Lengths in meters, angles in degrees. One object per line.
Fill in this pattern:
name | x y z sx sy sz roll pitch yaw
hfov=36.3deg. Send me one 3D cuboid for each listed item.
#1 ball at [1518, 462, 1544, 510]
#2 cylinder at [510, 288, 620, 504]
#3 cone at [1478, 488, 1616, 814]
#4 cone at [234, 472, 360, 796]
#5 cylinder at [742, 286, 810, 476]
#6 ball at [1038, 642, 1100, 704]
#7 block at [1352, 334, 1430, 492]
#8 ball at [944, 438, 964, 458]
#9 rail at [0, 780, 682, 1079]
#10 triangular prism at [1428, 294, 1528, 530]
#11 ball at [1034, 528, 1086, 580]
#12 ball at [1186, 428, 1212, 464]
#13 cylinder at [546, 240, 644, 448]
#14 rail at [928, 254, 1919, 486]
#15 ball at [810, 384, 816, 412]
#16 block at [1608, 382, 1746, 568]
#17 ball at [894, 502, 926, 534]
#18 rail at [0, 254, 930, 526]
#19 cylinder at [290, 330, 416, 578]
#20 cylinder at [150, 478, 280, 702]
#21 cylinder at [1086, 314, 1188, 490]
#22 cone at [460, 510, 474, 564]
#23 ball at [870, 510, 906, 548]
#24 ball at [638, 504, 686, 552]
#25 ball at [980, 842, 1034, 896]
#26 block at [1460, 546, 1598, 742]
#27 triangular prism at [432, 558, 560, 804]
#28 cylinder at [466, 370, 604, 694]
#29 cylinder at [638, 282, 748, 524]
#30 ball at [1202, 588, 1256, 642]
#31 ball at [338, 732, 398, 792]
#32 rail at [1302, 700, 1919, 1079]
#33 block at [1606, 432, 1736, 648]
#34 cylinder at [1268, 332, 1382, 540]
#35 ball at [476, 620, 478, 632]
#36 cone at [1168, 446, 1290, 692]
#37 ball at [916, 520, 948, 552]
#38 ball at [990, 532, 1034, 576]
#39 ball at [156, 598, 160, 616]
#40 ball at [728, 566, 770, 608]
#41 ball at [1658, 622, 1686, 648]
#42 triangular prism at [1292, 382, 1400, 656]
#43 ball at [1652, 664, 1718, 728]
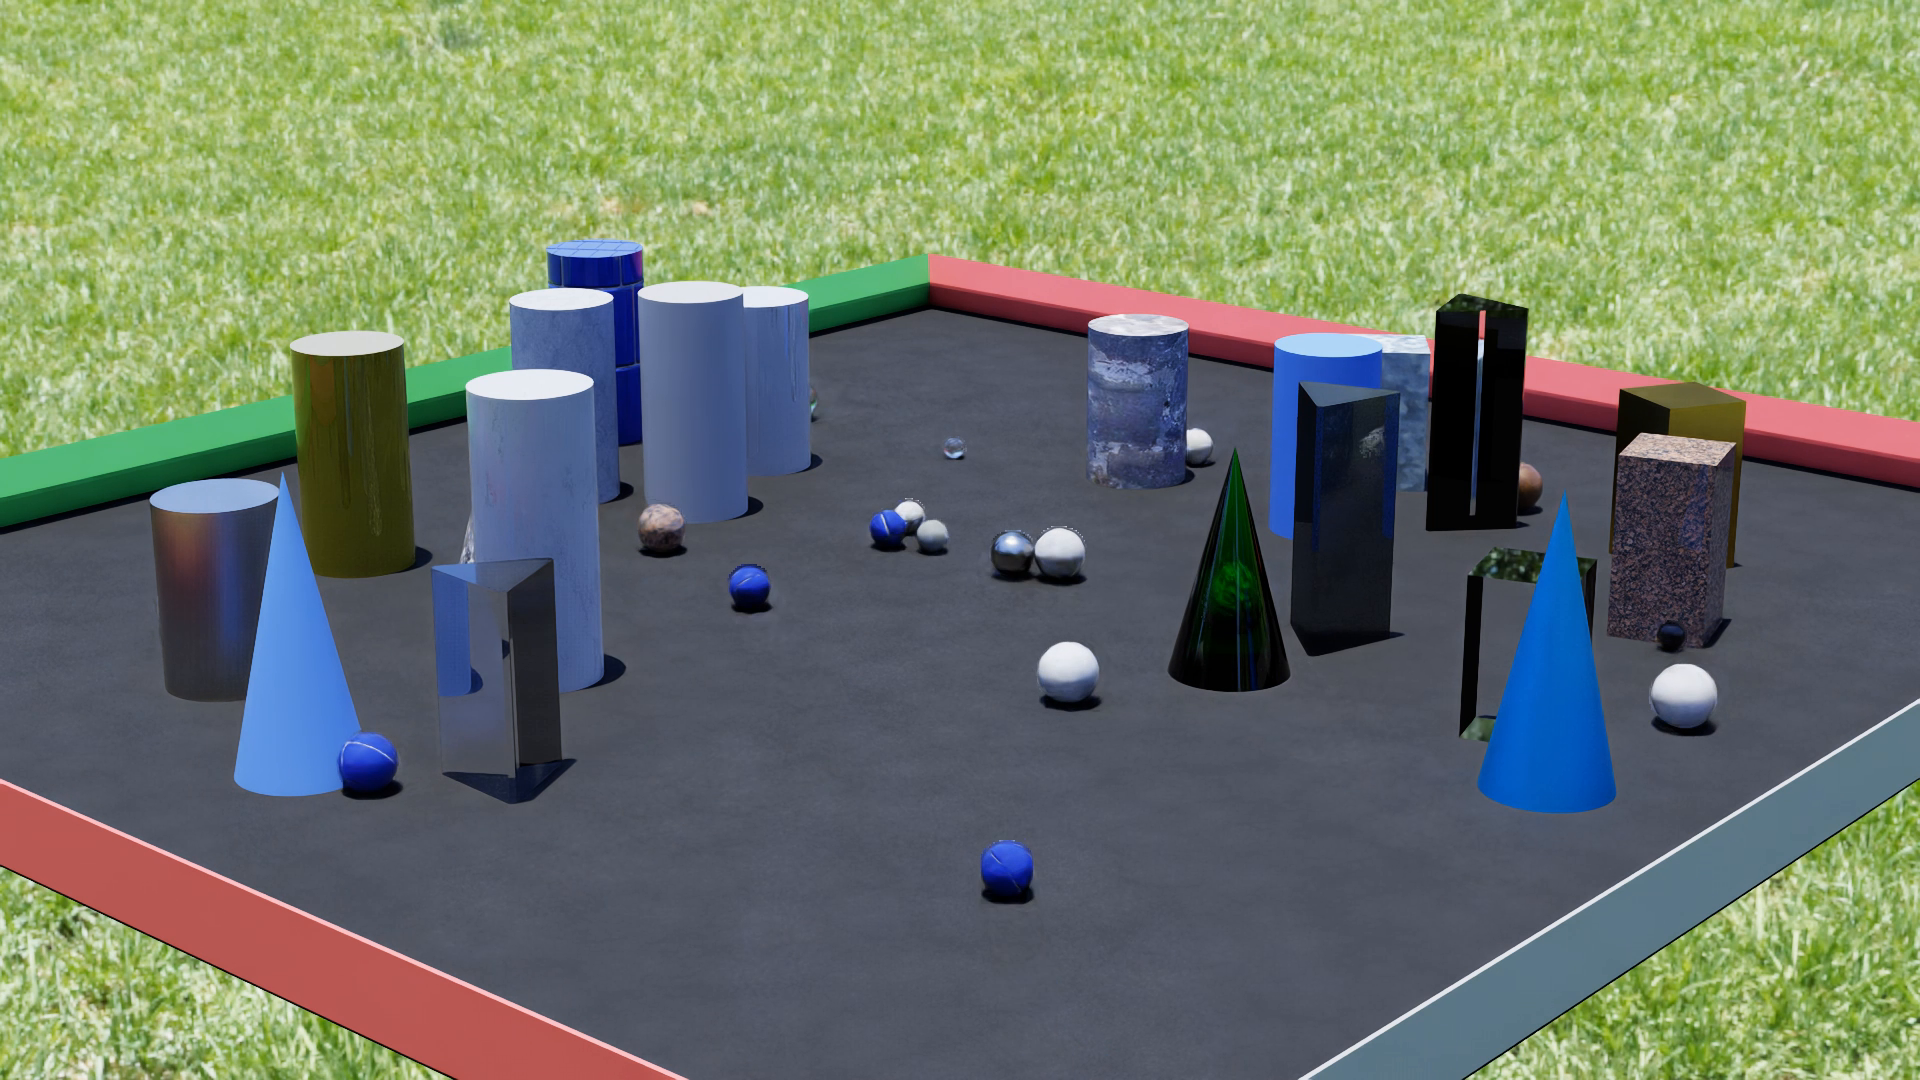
ball | 1.074 -0.103 5.636 0.093 0.093 0.093 0 17 0
cylinder | -0.767 -0.277 5.700 0.199 0.390 0.199 0 17 0
cone | 0.852 0.144 4.196 0.199 0.451 0.199 0 17 0
cone | -0.968 0.121 4.257 0.199 0.459 0.199 0 17 0
cylinder | -0.403 -0.322 5.922 0.199 0.347 0.199 0 17 0
ball | 0.170 0.208 4.598 0.097 0.097 0.097 0 17 0
block | 0.840 -0.253 5.810 0.159 0.280 0.159 1 17 4
ball | -0.012 -0.188 6.008 0.042 0.042 0.042 0 17 0
rail | -1.142 0.412 3.860 3.281 0.129 0.045 14 22 39
triangular prism | 0.955 -0.243 5.531 0.172 0.421 0.149 -2 17 -6
ball | 0.177 0.025 5.215 0.091 0.091 0.091 0 17 0
ball | 0.479 -0.190 5.964 0.071 0.071 0.071 0 17 0
cylinder | -0.755 -0.410 6.119 0.199 0.403 0.199 0 17 0
rail | 1.142 -0.347 6.380 3.281 0.129 0.045 14 22 39
ball | -0.353 -0.304 6.310 0.090 0.090 0.090 0 17 0
block | 1.292 -0.111 5.287 0.159 0.310 0.159 -6 18 -20
ball | -0.096 -0.043 5.493 0.060 0.060 0.060 0 17 0
rail | -1.221 -0.273 6.135 0.045 0.129 3.533 14 22 39
cylinder | -1.088 -0.155 5.264 0.199 0.407 0.199 0 17 0
cylinder | -1.172 0.078 4.658 0.199 0.309 0.199 0 17 0
cylinder | 0.352 -0.276 5.833 0.199 0.311 0.199 0 17 0
cone | -0.777 -0.050 4.959 0.199 0.383 0.199 0 17 0
ball | -0.133 -0.020 5.403 0.069 0.069 0.069 0 17 0
ball | -0.548 -0.022 5.376 0.089 0.089 0.089 0 17 0
ball | 0.062 0.436 3.882 0.072 0.072 0.072 0 17 0
block | 0.864 0.165 4.458 0.159 0.259 0.159 7 18 23
triangular prism | -0.647 0.193 4.262 0.149 0.318 0.172 -16 23 -42
cylinder | -0.674 -0.013 4.664 0.199 0.482 0.199 0 17 0
cylinder | -0.508 -0.264 5.591 0.199 0.426 0.199 0 17 0
ball | 0.448 0.124 4.886 0.090 0.090 0.090 0 17 0
ball | -0.856 0.321 4.240 0.086 0.086 0.086 0 17 0
rail | 1.221 0.338 4.105 0.045 0.129 3.533 14 22 39
block | 1.191 -0.001 4.911 0.159 0.315 0.159 8 18 24
cylinder | 0.682 -0.192 5.478 0.199 0.354 0.199 0 17 0
ball | -0.755 0.143 4.835 0.084 0.084 0.084 0 17 0
cone | 0.436 0.032 4.695 0.199 0.378 0.199 0 17 0
ball | -0.051 -0.007 5.378 0.059 0.059 0.059 0 17 0
ball | 0.094 0.025 5.234 0.079 0.079 0.079 0 17 0
ball | -1.316 0.110 4.952 0.081 0.081 0.081 0 17 0
ball | -0.363 0.082 5.059 0.072 0.072 0.072 0 17 0
ball | 1.177 0.157 4.847 0.046 0.046 0.046 0 17 0
triangular prism | 0.606 -0.043 4.864 0.172 0.423 0.149 -11 20 -32
ball | 1.110 0.239 4.491 0.099 0.099 0.099 0 17 0
